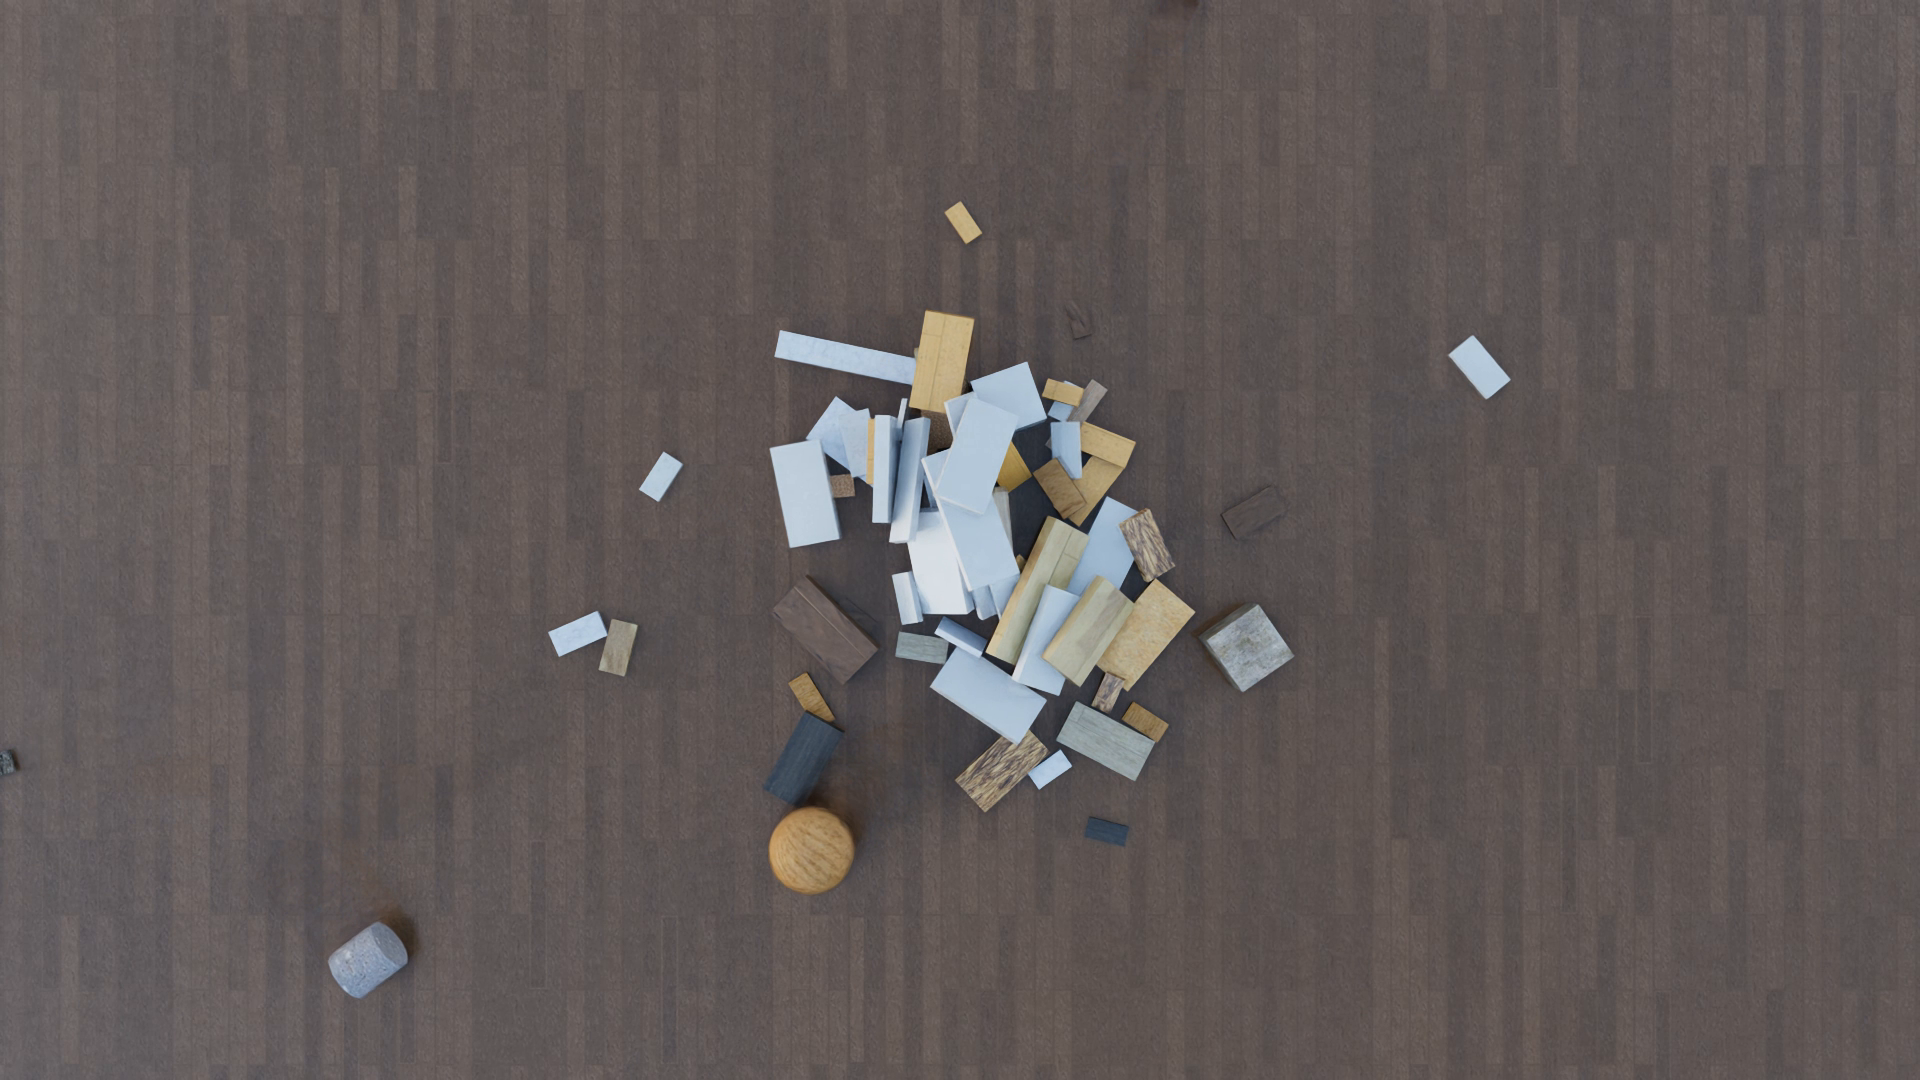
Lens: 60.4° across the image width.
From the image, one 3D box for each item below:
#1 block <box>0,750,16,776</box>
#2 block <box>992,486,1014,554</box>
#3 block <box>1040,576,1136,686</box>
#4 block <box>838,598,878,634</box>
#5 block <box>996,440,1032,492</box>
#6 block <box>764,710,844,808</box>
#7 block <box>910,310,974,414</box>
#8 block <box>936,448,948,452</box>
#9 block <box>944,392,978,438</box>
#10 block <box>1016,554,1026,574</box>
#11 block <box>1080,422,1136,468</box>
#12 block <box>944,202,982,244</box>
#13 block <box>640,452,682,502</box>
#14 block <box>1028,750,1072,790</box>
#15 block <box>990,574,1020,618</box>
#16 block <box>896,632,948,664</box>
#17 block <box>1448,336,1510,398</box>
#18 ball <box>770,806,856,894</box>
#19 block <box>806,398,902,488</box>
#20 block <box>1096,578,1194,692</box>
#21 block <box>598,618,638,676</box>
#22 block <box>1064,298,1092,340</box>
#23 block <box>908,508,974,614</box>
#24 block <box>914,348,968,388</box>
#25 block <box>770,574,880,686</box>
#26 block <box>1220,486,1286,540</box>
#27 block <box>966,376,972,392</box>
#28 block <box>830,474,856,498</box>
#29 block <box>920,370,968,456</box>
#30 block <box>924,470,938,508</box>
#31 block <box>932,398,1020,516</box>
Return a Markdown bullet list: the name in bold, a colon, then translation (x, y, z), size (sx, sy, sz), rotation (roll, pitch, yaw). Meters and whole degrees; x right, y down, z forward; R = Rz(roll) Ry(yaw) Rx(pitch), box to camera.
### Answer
- **block**: translation (-3.226, 0.754, 5.489), size (0.148, 0.021, 0.074), rotation (-16, 90, 0)
- **block**: translation (0.082, 0.005, 5.399), size (0.176, 0.050, 0.351), rotation (-7, 113, -3)
- **block**: translation (0.421, 0.297, 5.392), size (0.165, 0.047, 0.329), rotation (41, 80, -30)
- **block**: translation (-0.353, 0.260, 5.490), size (0.143, 0.020, 0.072), rotation (38, 90, 0)
- **block**: translation (0.150, -0.246, 5.404), size (0.109, 0.219, 0.031), rotation (-35, 52, 0)
- **block**: translation (-0.518, 0.728, 5.467), size (0.147, 0.042, 0.294), rotation (29, 95, 0)
- **block**: translation (-0.059, -0.570, 5.294), size (0.157, 0.044, 0.313), rotation (10, 105, -2)
- **block**: translation (-0.022, -0.225, 5.440), size (0.088, 0.025, 0.176), rotation (-8, 124, 0)
- **block**: translation (0.025, -0.362, 5.318), size (0.104, 0.030, 0.209), rotation (-21, 111, -17)
- **block**: translation (0.231, 0.143, 5.441), size (0.097, 0.027, 0.194), rotation (-49, 119, 1)
- **block**: translation (0.478, -0.314, 5.454), size (0.185, 0.026, 0.093), rotation (23, 88, 8)
- **block**: translation (0.011, -1.055, 5.491), size (0.064, 0.018, 0.128), rotation (-34, 90, 0)
- **block**: translation (-0.994, -0.210, 5.489), size (0.074, 0.021, 0.149), rotation (33, 90, 0)
- **block**: translation (0.298, 0.763, 5.491), size (0.134, 0.019, 0.067), rotation (-35, 90, 0)
- **block**: translation (0.166, 0.196, 5.402), size (0.103, 0.029, 0.206), rotation (-23, 116, -13)
- **block**: translation (-0.126, 0.359, 5.488), size (0.168, 0.024, 0.084), rotation (9, 90, 0)
- **block**: translation (1.728, -0.575, 5.486), size (0.097, 0.027, 0.194), rotation (-40, 90, 0)
- **ball**: translation (-0.481, 1.007, 5.361), size (0.278, 0.278, 0.278), rotation (0, 90, 0)
- **block**: translation (-0.321, -0.304, 5.476), size (0.343, 0.049, 0.171), rotation (36, 90, 0)
- **block**: translation (0.600, 0.314, 5.476), size (0.173, 0.049, 0.346), rotation (40, 90, 0)
- **block**: translation (-1.135, 0.357, 5.488), size (0.088, 0.025, 0.175), rotation (15, 90, 0)
- **block**: translation (0.394, -0.738, 5.491), size (0.063, 0.018, 0.126), rotation (-16, 90, 0)
- **block**: translation (-0.071, 0.069, 5.387), size (0.175, 0.050, 0.351), rotation (-1, 108, 31)
- **block**: translation (-0.050, -0.484, 5.419), size (0.157, 0.044, 0.313), rotation (-7, 111, 3)
- **block**: translation (-0.446, 0.297, 5.463), size (0.343, 0.049, 0.171), rotation (45, 99, 0)
- **block**: translation (0.976, -0.092, 5.486), size (0.193, 0.027, 0.097), rotation (-30, 90, 0)
- **block**: translation (0.008, -0.491, 5.457), size (0.059, 0.017, 0.118), rotation (-22, 110, -8)
- **block**: translation (-0.426, -0.177, 5.489), size (0.149, 0.021, 0.074), rotation (-5, 90, 0)
- **block**: translation (-0.048, -0.413, 5.399), size (0.157, 0.044, 0.313), rotation (-6, 111, 2)
- **block**: translation (0.001, -0.082, 5.408), size (0.175, 0.050, 0.351), rotation (-14, 113, 0)
- **block**: translation (0.052, -0.267, 5.241), size (0.167, 0.047, 0.335), rotation (22, 80, -9)
